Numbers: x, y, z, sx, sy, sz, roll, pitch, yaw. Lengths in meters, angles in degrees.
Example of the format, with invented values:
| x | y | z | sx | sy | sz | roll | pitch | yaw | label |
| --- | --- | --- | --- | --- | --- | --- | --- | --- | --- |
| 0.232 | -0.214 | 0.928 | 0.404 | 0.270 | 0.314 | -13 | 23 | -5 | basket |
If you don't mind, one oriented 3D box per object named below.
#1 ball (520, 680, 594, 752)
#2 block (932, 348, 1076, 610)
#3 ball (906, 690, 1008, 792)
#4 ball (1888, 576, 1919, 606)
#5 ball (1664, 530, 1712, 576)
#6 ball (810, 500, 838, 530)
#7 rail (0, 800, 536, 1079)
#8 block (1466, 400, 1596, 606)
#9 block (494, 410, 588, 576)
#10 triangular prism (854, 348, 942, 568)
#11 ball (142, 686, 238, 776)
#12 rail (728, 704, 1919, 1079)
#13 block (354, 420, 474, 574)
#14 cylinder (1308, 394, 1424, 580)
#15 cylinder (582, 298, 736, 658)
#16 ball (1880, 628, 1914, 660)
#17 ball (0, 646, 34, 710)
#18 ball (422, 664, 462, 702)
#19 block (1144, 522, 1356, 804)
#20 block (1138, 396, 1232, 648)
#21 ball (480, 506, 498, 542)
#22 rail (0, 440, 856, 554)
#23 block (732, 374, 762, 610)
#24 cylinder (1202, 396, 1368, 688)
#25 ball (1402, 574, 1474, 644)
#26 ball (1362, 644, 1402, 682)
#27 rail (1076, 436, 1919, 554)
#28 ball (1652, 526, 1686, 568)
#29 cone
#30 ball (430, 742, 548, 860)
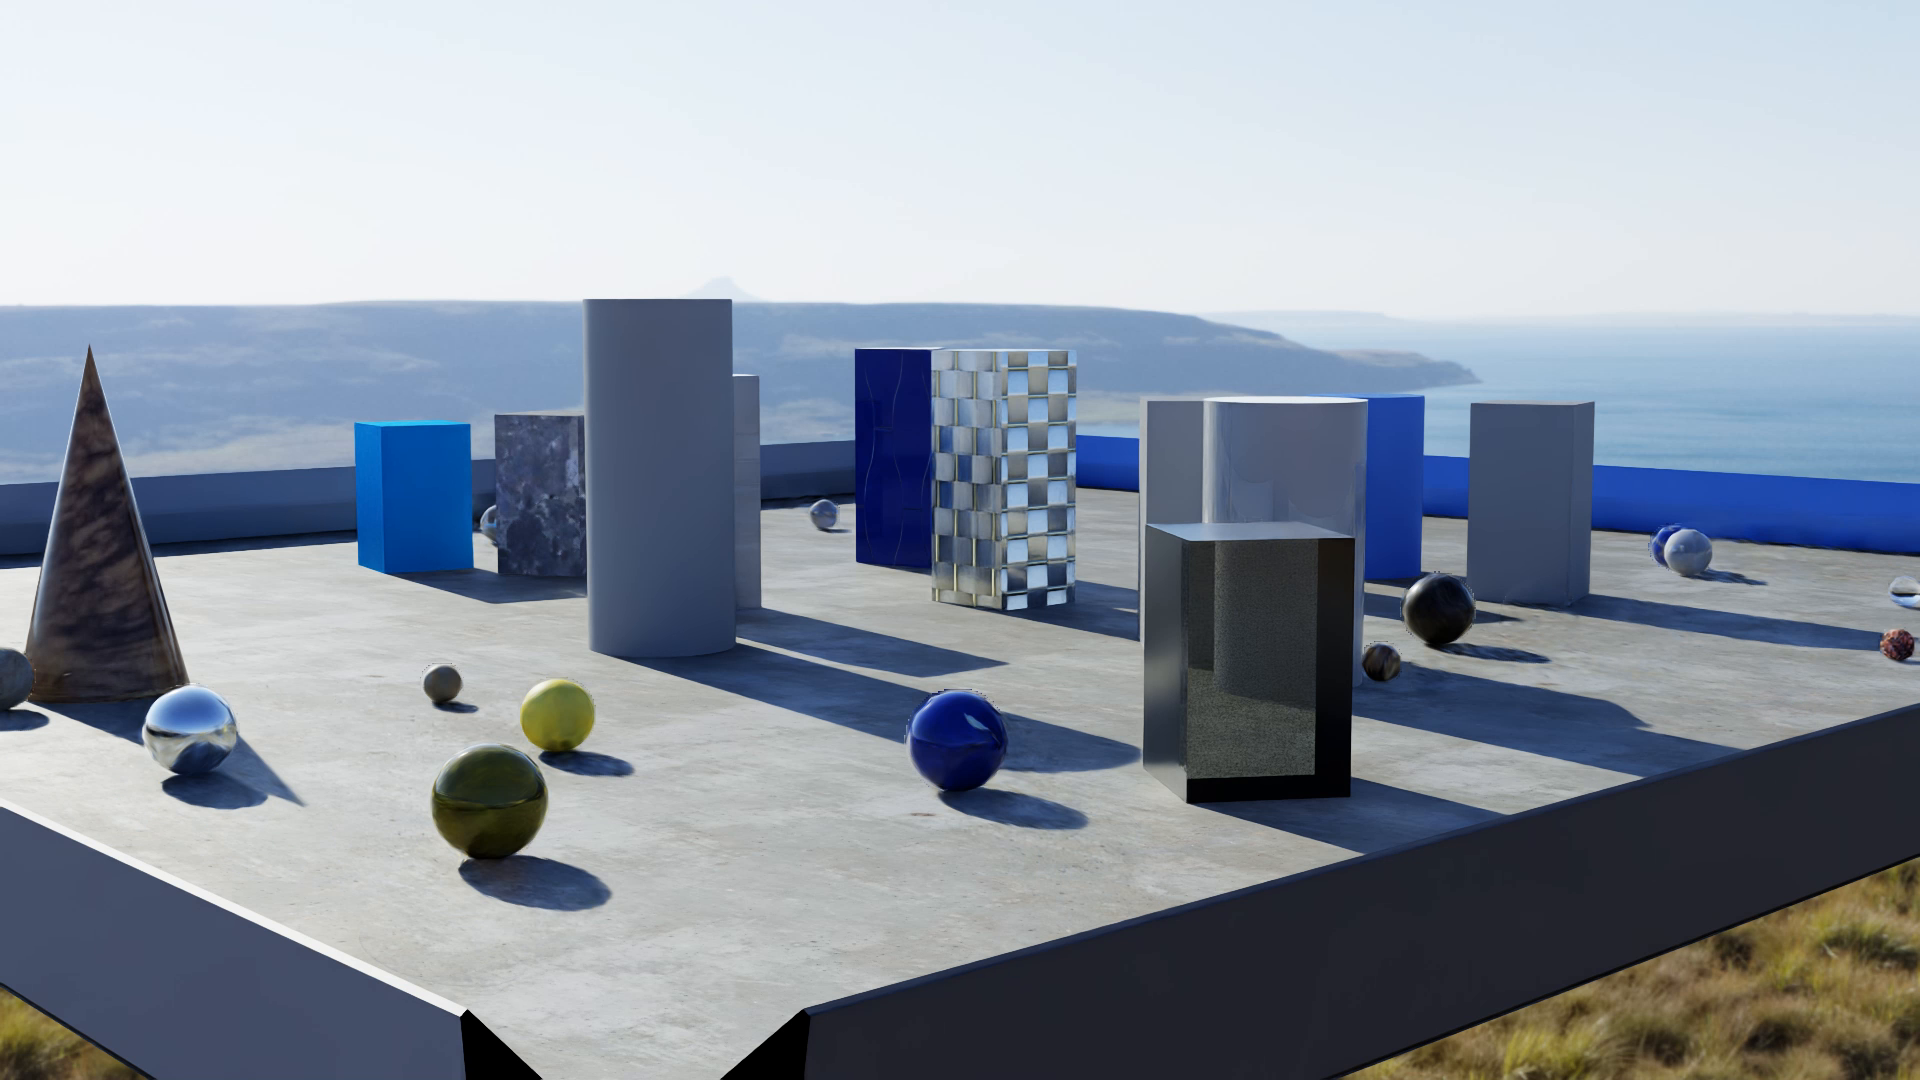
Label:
| x | y | z | sx | sy | sz | roll | pitch | yaw | label |
| --- | --- | --- | --- | --- | --- | --- | --- | --- | --- |
| -0.406 | 0.177 | 2.216 | 0.074 | 0.074 | 0.074 | 0 | 6 | 0 | ball |
| 0.066 | -0.097 | 3.345 | 0.155 | 0.383 | 0.155 | -5 | 8 | -42 | block |
| -0.002 | 0.186 | 2.035 | 0.093 | 0.093 | 0.093 | 0 | 6 | 0 | ball |
| 1.419 | 0.077 | 3.300 | 0.047 | 0.047 | 0.047 | 0 | 6 | 0 | ball |
| 1.223 | 0.020 | 3.692 | 0.078 | 0.078 | 0.078 | 0 | 6 | 0 | ball |
| -0.276 | -0.052 | 4.465 | 0.059 | 0.059 | 0.059 | 0 | 6 | 0 | ball |
| -1.271 | 0.155 | 2.166 | 0.045 | 0.126 | 3.345 | -5 | 8 | -42 | rail |
| 0.884 | -0.062 | 3.405 | 0.155 | 0.302 | 0.155 | 3 | 7 | 27 | block |
| -0.685 | -0.083 | 3.761 | 0.155 | 0.268 | 0.155 | 2 | 6 | 18 | block |
| -0.074 | -0.150 | 3.879 | 0.168 | 0.377 | 0.145 | 4 | 7 | 34 | triangular prism |
| -0.737 | 0.183 | 2.105 | 0.086 | 0.086 | 0.086 | 0 | 6 | 0 | ball |
| 1.118 | 0.159 | 2.127 | 3.506 | 0.126 | 0.045 | -5 | 8 | -42 | rail |
| -0.945 | -0.078 | 3.805 | 0.155 | 0.249 | 0.155 | -4 | 7 | -31 | block |
| 0.684 | -0.094 | 3.719 | 0.194 | 0.300 | 0.194 | 0 | 6 | 0 | cylinder |
| -0.395 | -0.087 | 2.895 | 0.194 | 0.458 | 0.194 | 0 | 6 | 0 | cylinder |
| 1.193 | 0.133 | 2.797 | 0.040 | 0.040 | 0.040 | 0 | 6 | 0 | ball |
| -1.069 | 0.154 | 2.444 | 0.073 | 0.073 | 0.073 | 0 | 6 | 0 | ball |
| -0.588 | 0.163 | 2.498 | 0.043 | 0.043 | 0.043 | 0 | 6 | 0 | ball |
| 0.268 | 0.110 | 2.065 | 0.155 | 0.239 | 0.155 | -1 | 6 | -10 | block |
| 0.319 | -0.024 | 2.913 | 0.155 | 0.328 | 0.155 | 0 | 6 | 1 | block |
| -0.881 | -0.031 | 4.207 | 0.072 | 0.072 | 0.072 | 0 | 6 | 0 | ball |
| -1.118 | -0.094 | 4.537 | 3.506 | 0.126 | 0.045 | -5 | 8 | -42 | rail |
| -0.408 | -0.073 | 3.287 | 0.155 | 0.347 | 0.155 | -6 | 8 | -43 | block |
| 0.388 | 0.000 | 2.638 | 0.194 | 0.337 | 0.194 | 0 | 6 | 0 | cylinder |
| 0.637 | 0.092 | 2.929 | 0.094 | 0.094 | 0.094 | 0 | 6 | 0 | ball |
| 0.503 | 0.146 | 2.623 | 0.045 | 0.045 | 0.045 | 0 | 6 | 0 | ball |
| 1.271 | -0.090 | 4.498 | 0.045 | 0.126 | 3.345 | -5 | 8 | -42 | rail |
| 1.230 | 0.012 | 3.790 | 0.074 | 0.074 | 0.074 | 0 | 6 | 0 | ball |
| -1.007 | -0.026 | 2.564 | 0.194 | 0.406 | 0.194 | 0 | 6 | 0 | cone |
| -0.382 | 0.212 | 1.785 | 0.095 | 0.095 | 0.095 | 0 | 6 | 0 | ball |
